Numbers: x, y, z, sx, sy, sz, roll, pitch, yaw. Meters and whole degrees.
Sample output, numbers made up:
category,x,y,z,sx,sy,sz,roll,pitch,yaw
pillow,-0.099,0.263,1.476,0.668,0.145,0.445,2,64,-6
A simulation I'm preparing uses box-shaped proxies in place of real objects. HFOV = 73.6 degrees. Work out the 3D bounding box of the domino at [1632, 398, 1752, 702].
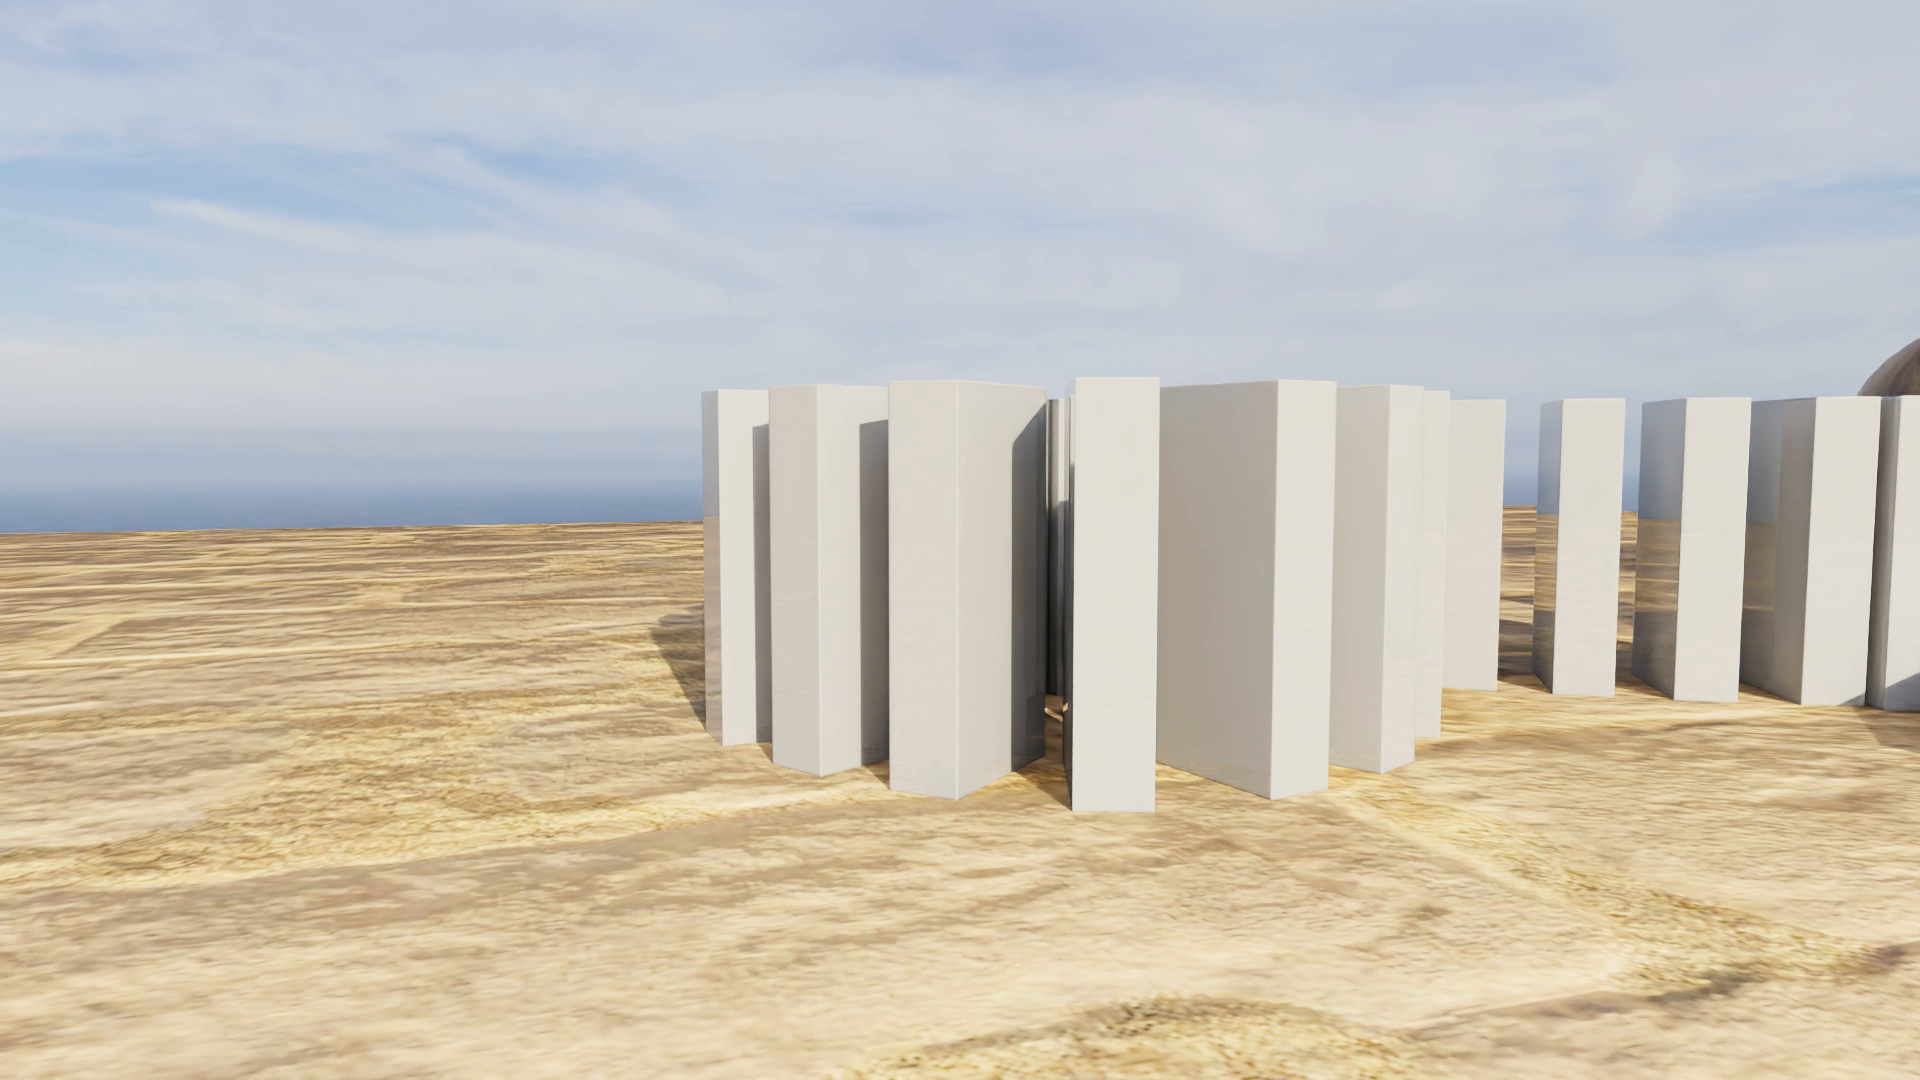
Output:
category,x,y,z,sx,sy,sz,roll,pitch,yaw
domino,0.126,0.001,0.222,0.009,0.050,0.025,1,4,13

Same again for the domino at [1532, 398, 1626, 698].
category,x,y,z,sx,sy,sz,roll,pitch,yaw
domino,0.109,0.001,0.227,0.009,0.050,0.025,1,4,16

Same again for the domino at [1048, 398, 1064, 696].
category,x,y,z,sx,sy,sz,roll,pitch,yaw
domino,0.015,0.000,0.228,0.009,0.050,0.025,-2,5,-27

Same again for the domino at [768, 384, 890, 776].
category,x,y,z,sx,sy,sz,roll,pitch,yaw
domino,-0.013,0.004,0.175,0.009,0.050,0.025,4,6,42

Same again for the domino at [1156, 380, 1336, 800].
category,x,y,z,sx,sy,sz,roll,pitch,yaw
domino,0.035,0.005,0.165,0.009,0.050,0.025,-3,5,-31

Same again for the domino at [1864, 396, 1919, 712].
category,x,y,z,sx,sy,sz,roll,pitch,yaw
domino,0.153,0.001,0.214,0.009,0.050,0.025,0,4,6

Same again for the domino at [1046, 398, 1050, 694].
category,x,y,z,sx,sy,sz,roll,pitch,yaw
domino,0.002,0.001,0.217,0.025,0.050,0.009,2,5,21

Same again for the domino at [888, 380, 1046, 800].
category,x,y,z,sx,sy,sz,roll,pitch,yaw
domino,0.001,0.005,0.165,0.009,0.050,0.025,2,5,28

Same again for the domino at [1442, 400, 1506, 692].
category,x,y,z,sx,sy,sz,roll,pitch,yaw
domino,0.092,0.000,0.232,0.009,0.050,0.025,1,5,19

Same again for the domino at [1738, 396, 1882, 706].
category,x,y,z,sx,sy,sz,roll,pitch,yaw
domino,0.143,0.001,0.219,0.010,0.050,0.025,1,4,8

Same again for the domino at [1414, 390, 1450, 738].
category,x,y,z,sx,sy,sz,roll,pitch,yaw
domino,0.058,0.003,0.190,0.025,0.050,0.010,1,4,10

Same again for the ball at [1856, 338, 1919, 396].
category,x,y,z,sx,sy,sz,roll,pitch,yaw
ball,0.300,-0.025,0.367,0.080,0.080,0.080,0,4,0

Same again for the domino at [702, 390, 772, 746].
category,x,y,z,sx,sy,sz,roll,pitch,yaw
domino,-0.024,0.003,0.188,0.025,0.050,0.009,-2,5,-25

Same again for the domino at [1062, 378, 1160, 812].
category,x,y,z,sx,sy,sz,roll,pitch,yaw
domino,0.018,0.006,0.159,0.009,0.050,0.025,0,4,2

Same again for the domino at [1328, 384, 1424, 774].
category,x,y,z,sx,sy,sz,roll,pitch,yaw
domino,0.049,0.004,0.176,0.025,0.050,0.009,4,6,44
